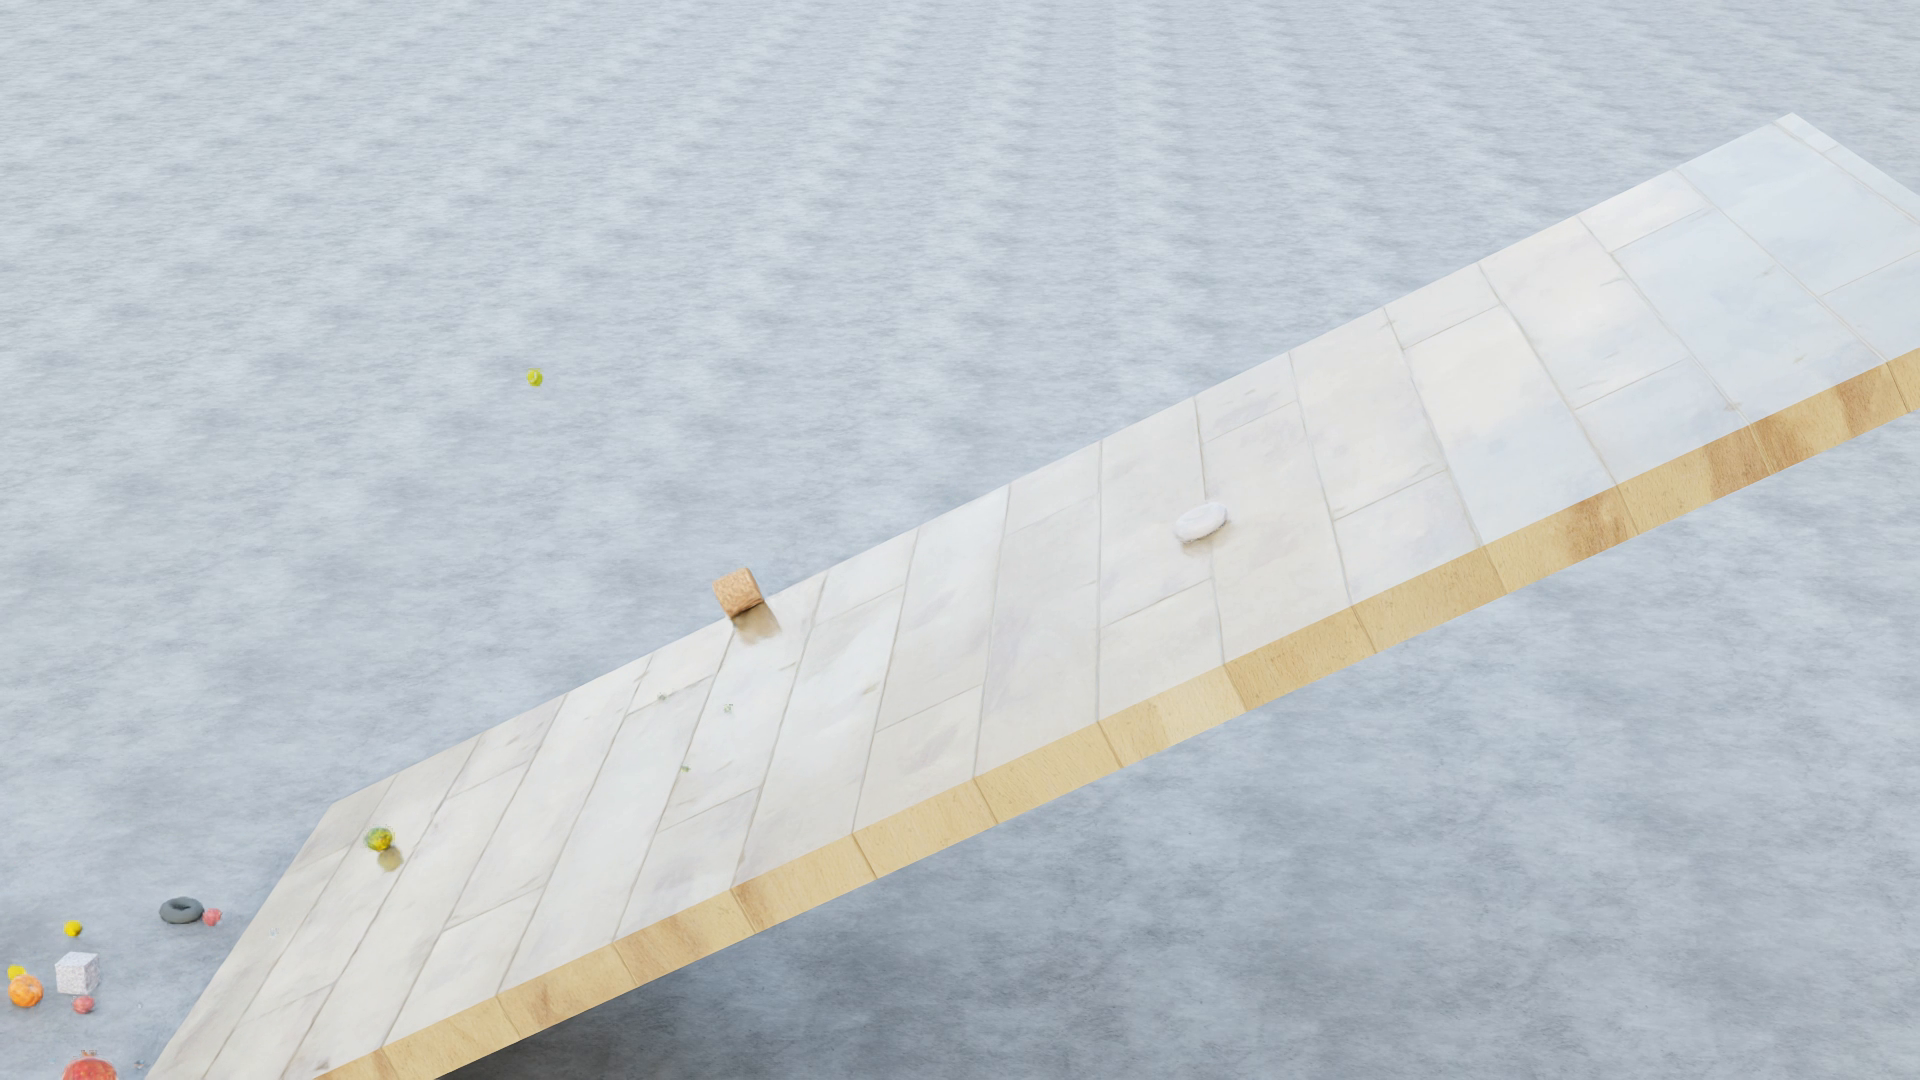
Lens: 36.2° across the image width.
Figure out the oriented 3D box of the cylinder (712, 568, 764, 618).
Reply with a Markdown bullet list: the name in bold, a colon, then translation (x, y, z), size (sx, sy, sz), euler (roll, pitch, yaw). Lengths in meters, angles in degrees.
- **cylinder**: translation (-0.553, 0.132, 7.332), size (0.095, 0.095, 0.095), euler (-27, 18, 1)

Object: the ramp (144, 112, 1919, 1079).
- **ramp**: translation (0.139, 0.168, 6.281), size (4.000, 0.100, 2.000), euler (-25, 14, 10)

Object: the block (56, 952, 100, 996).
- **block**: translation (-2.014, 0.990, 6.718), size (0.070, 0.070, 0.070), euler (3, 17, 11)

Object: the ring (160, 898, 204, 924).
- **ring**: translation (-1.879, 0.894, 7.098), size (0.104, 0.035, 0.104), euler (3, 19, -1)

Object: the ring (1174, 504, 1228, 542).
- **ring**: translation (0.494, -0.036, 6.049), size (0.121, 0.040, 0.121), euler (-25, 15, 7)
